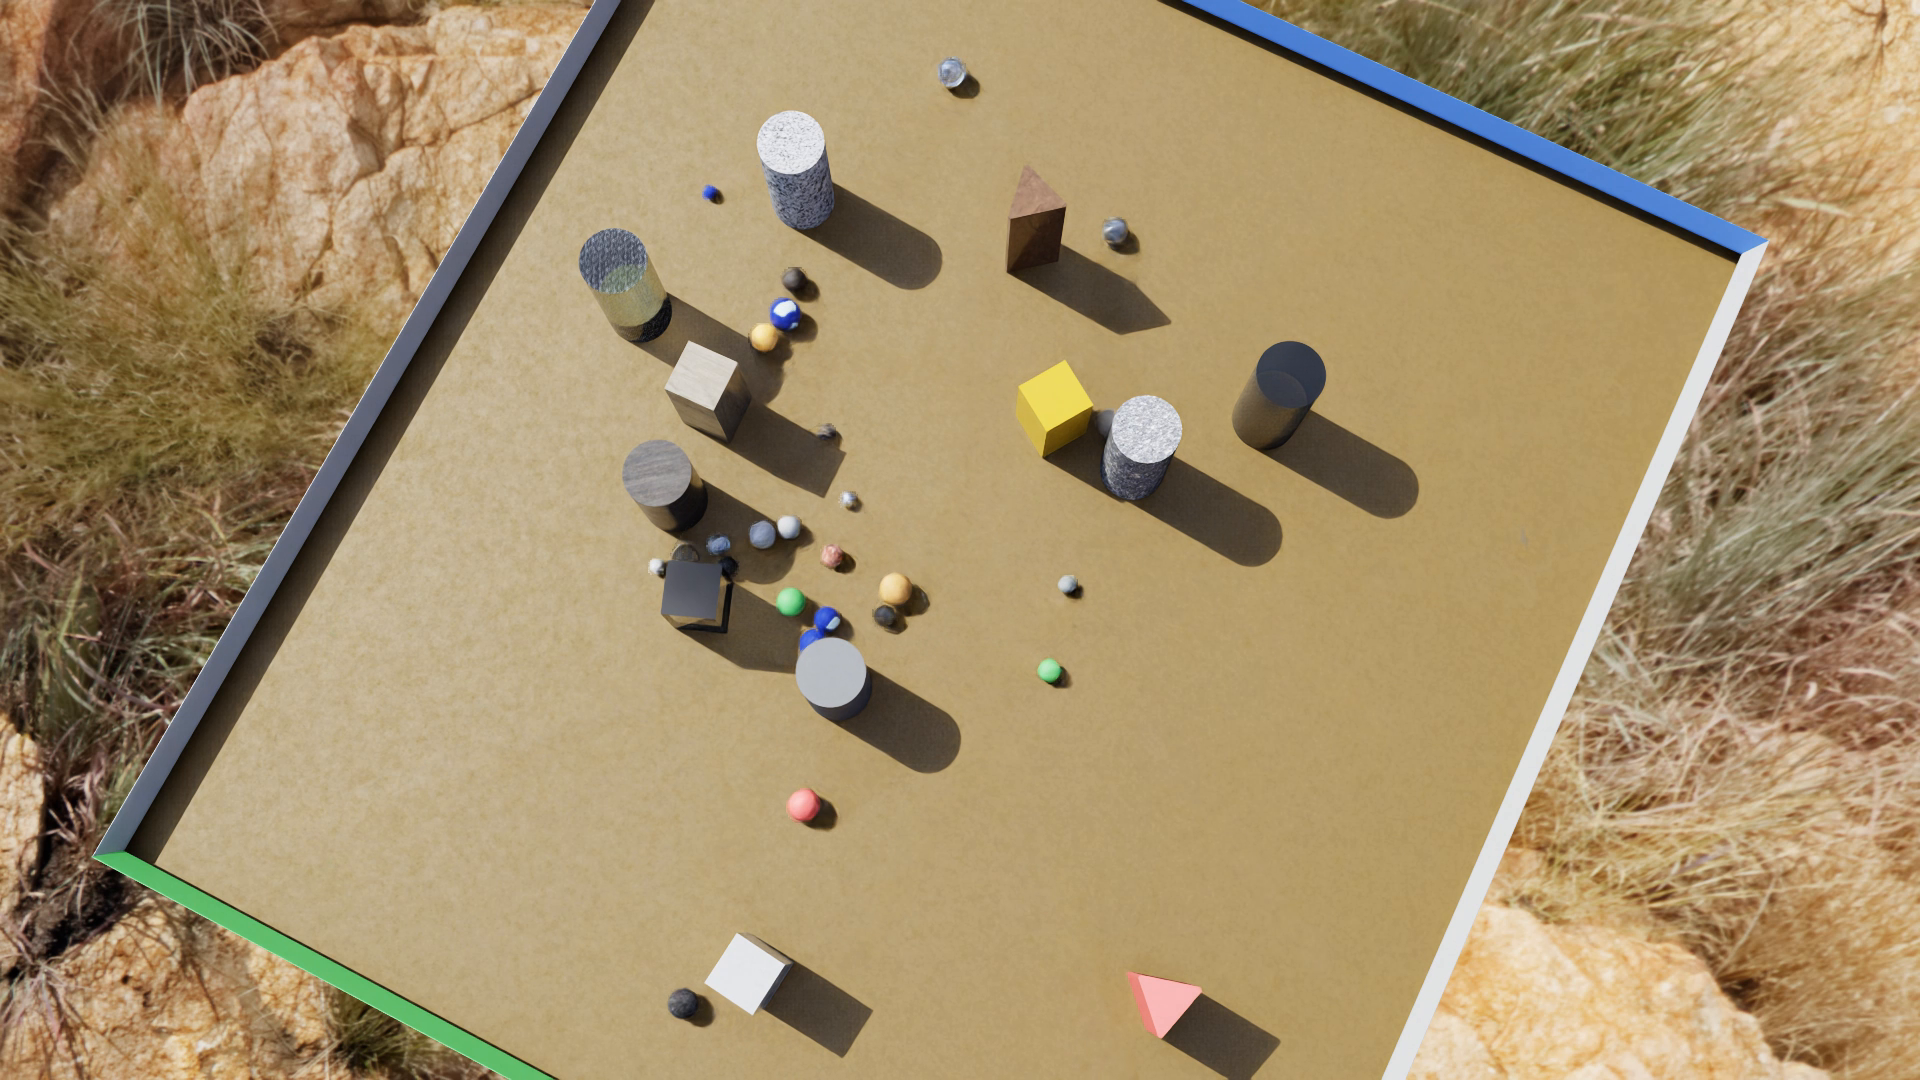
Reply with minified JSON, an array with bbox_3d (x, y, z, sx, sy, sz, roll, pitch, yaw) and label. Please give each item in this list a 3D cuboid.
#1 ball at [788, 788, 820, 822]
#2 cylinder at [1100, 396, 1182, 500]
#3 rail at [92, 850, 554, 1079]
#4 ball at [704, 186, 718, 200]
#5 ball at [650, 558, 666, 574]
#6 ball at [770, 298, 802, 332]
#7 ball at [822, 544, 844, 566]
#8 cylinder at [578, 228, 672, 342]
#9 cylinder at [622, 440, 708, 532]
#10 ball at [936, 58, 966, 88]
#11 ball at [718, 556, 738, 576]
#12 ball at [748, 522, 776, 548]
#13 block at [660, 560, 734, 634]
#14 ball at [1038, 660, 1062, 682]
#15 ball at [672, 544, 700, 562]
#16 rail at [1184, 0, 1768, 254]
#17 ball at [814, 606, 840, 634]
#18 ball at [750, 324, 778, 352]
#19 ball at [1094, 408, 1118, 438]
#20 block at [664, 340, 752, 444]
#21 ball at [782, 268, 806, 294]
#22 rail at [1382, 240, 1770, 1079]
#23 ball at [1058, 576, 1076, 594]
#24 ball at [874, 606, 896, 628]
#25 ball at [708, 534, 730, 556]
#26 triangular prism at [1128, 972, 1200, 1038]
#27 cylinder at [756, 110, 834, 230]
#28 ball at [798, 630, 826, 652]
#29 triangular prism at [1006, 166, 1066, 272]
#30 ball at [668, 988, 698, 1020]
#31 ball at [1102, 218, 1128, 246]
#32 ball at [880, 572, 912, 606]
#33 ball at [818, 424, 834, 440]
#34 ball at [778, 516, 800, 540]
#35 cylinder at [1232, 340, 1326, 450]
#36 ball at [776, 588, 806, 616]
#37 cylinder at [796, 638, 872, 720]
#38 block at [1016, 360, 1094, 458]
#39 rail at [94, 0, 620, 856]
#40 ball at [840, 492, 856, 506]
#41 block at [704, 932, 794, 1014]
[{"bbox_3d":[-0.460,0.782,5.406,0.096,0.096,0.096,0,78,0],"label":"ball"},{"bbox_3d":[0.532,-0.269,5.437,0.200,0.461,0.200,0,78,0],"label":"cylinder"},{"bbox_3d":[-0.868,1.706,5.196,3.646,0.130,0.045,26,80,5],"label":"rail"},{"bbox_3d":[-0.792,-1.105,5.823,0.043,0.043,0.043,0,78,0],"label":"ball"},{"bbox_3d":[-0.921,0.079,5.575,0.049,0.049,0.049,0,78,0],"label":"ball"},{"bbox_3d":[-0.545,-0.701,5.711,0.099,0.099,0.099,0,78,0],"label":"ball"},{"bbox_3d":[-0.387,0.046,5.572,0.068,0.068,0.068,0,78,0],"label":"ball"},{"bbox_3d":[-1.006,-0.763,5.539,0.200,0.462,0.200,0,78,0],"label":"cylinder"},{"bbox_3d":[-0.876,-0.158,5.468,0.200,0.355,0.200,0,78,0],"label":"cylinder"},{"bbox_3d":[-0.028,-1.500,5.881,0.091,0.091,0.091,0,78,0],"label":"ball"},{"bbox_3d":[-0.708,0.081,5.568,0.063,0.063,0.063,0,78,0],"label":"ball"},{"bbox_3d":[-0.601,-0.015,5.577,0.084,0.084,0.084,0,78,0],"label":"ball"},{"bbox_3d":[-0.778,0.171,5.443,0.160,0.271,0.160,6,78,1],"label":"block"},{"bbox_3d":[0.269,0.392,5.500,0.069,0.069,0.069,0,78,0],"label":"ball"},{"bbox_3d":[-0.833,0.054,5.564,0.081,0.081,0.081,0,78,0],"label":"ball"},{"bbox_3d":[0.868,-1.693,5.900,3.646,0.130,0.045,26,80,5],"label":"rail"},{"bbox_3d":[-0.401,0.241,5.527,0.079,0.079,0.079,0,78,0],"label":"ball"},{"bbox_3d":[-0.609,-0.629,5.703,0.085,0.085,0.085,0,78,0],"label":"ball"},{"bbox_3d":[0.462,-0.359,5.644,0.093,0.093,0.093,0,78,0],"label":"ball"},{"bbox_3d":[-0.753,-0.440,5.514,0.160,0.380,0.160,24,79,5],"label":"block"},{"bbox_3d":[-0.518,-0.813,5.746,0.077,0.077,0.077,0,78,0],"label":"ball"},{"bbox_3d":[1.609,0.795,5.385,0.045,0.130,3.928,26,80,5],"label":"rail"},{"bbox_3d":[0.325,0.135,5.561,0.055,0.055,0.055,0,78,0],"label":"ball"},{"bbox_3d":[-0.228,0.230,5.535,0.066,0.066,0.066,0,78,0],"label":"ball"},{"bbox_3d":[-0.735,0.013,5.580,0.066,0.066,0.066,0,78,0],"label":"ball"},{"bbox_3d":[0.546,1.277,5.175,0.150,0.347,0.173,41,81,8],"label":"triangular prism"},{"bbox_3d":[-0.499,-1.129,5.624,0.200,0.443,0.200,0,78,0],"label":"cylinder"},{"bbox_3d":[-0.441,0.312,5.508,0.087,0.087,0.087,0,78,0],"label":"ball"},{"bbox_3d":[0.211,-0.985,5.589,0.173,0.454,0.150,-13,79,-3],"label":"triangular prism"},{"bbox_3d":[-0.798,1.340,5.295,0.086,0.086,0.086,0,78,0],"label":"ball"},{"bbox_3d":[0.488,-0.971,5.776,0.083,0.083,0.083,0,78,0],"label":"ball"},{"bbox_3d":[-0.195,0.149,5.535,0.100,0.100,0.100,0,78,0],"label":"ball"},{"bbox_3d":[-0.415,-0.332,5.659,0.052,0.052,0.052,0,78,0],"label":"ball"},{"bbox_3d":[-0.521,-0.038,5.588,0.072,0.072,0.072,0,78,0],"label":"ball"},{"bbox_3d":[0.945,-0.424,5.461,0.200,0.477,0.200,0,78,0],"label":"cylinder"},{"bbox_3d":[-0.509,0.188,5.533,0.088,0.088,0.088,0,78,0],"label":"ball"},{"bbox_3d":[-0.366,0.409,5.355,0.200,0.347,0.200,0,78,0],"label":"cylinder"},{"bbox_3d":[0.282,-0.392,5.536,0.160,0.316,0.160,-30,80,-6],"label":"block"},{"bbox_3d":[-1.609,-0.781,5.711,0.045,0.130,3.928,26,80,5],"label":"rail"},{"bbox_3d":[-0.343,-0.124,5.619,0.046,0.046,0.046,0,78,0],"label":"ball"},{"bbox_3d":[-0.595,1.229,5.209,0.160,0.299,0.160,32,80,6],"label":"block"}]
